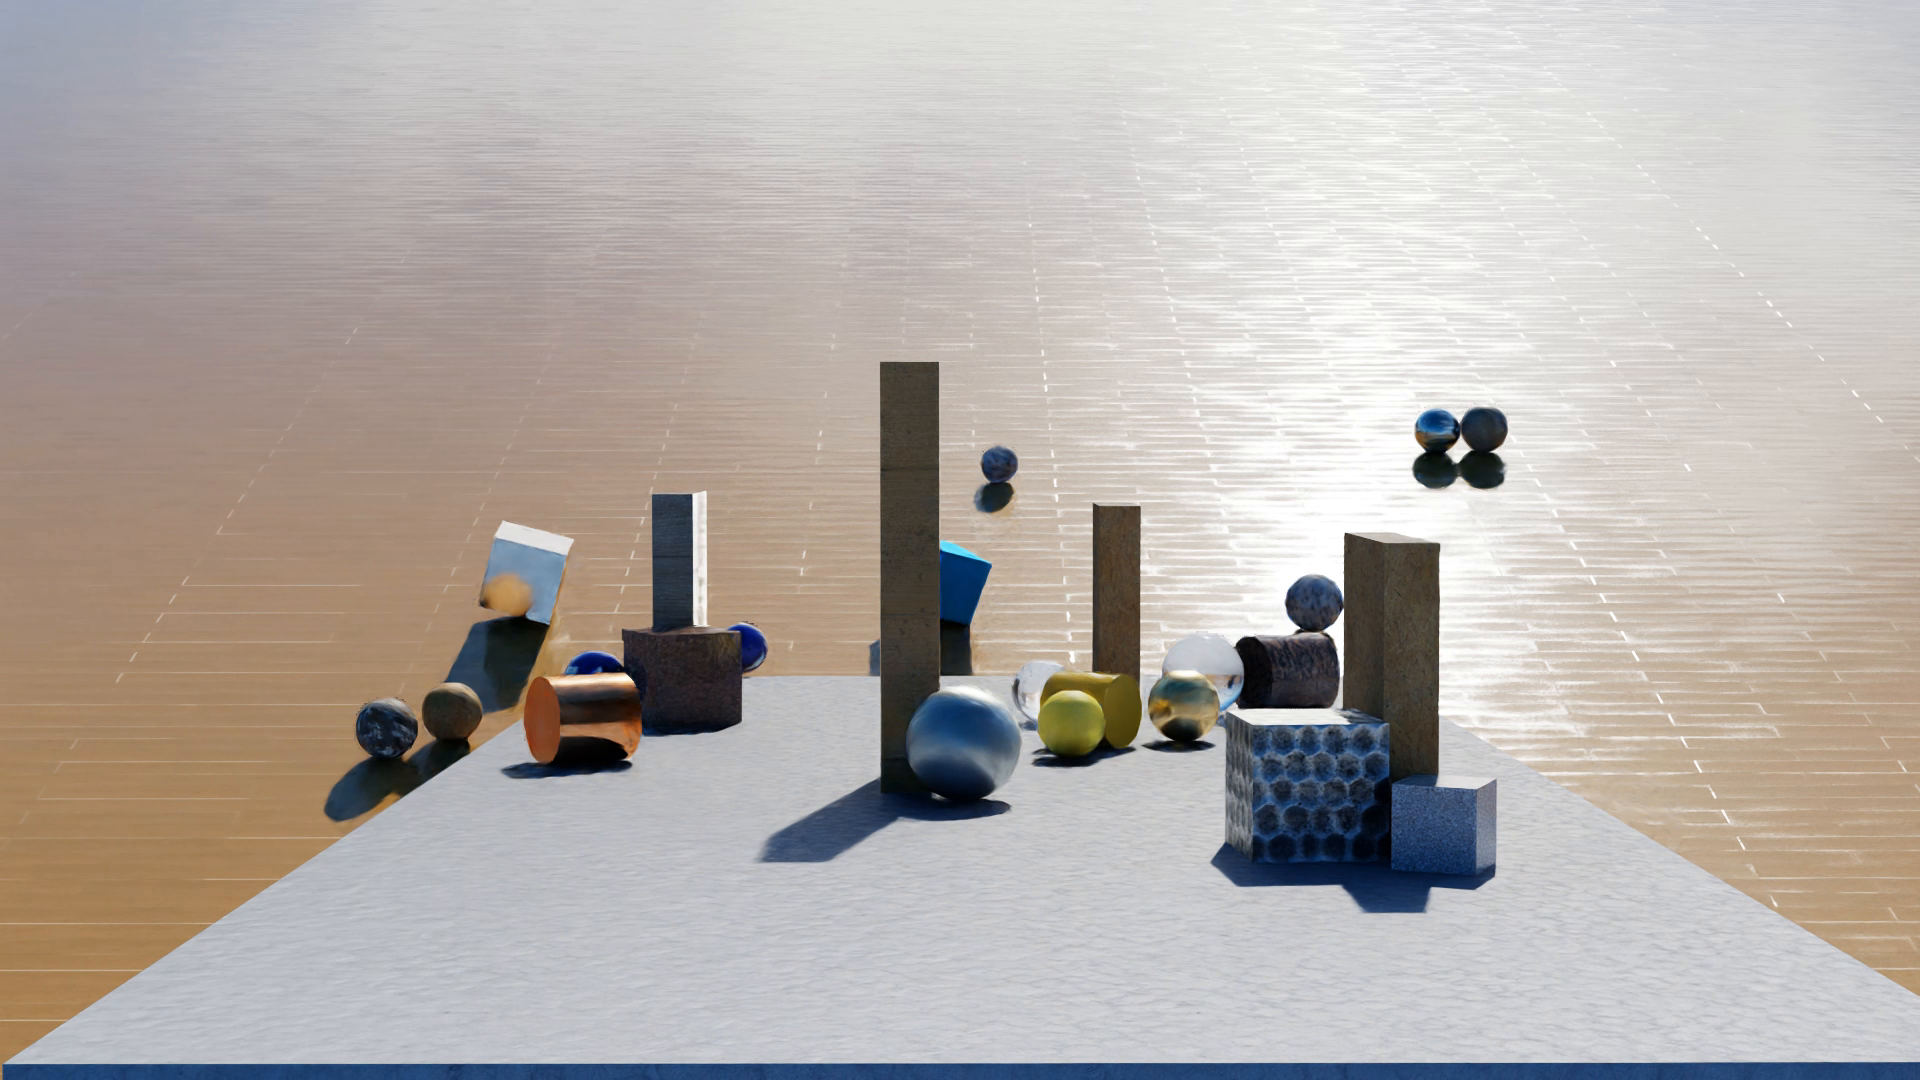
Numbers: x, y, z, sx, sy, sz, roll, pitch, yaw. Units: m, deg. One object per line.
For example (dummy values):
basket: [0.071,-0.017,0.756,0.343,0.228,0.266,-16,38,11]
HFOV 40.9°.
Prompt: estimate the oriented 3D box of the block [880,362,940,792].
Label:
block: [-0.086,0.060,4.530,0.101,0.740,0.242,0,2,0]

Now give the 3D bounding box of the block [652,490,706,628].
block: [-0.629,0.135,5.787,0.090,0.484,0.300,0,2,0]

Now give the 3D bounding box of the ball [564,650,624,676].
ball: [-0.800,0.312,5.641,0.142,0.142,0.142,0,23,0]

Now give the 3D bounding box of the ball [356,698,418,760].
ball: [-1.404,0.462,6.305,0.150,0.150,0.150,0,23,0]

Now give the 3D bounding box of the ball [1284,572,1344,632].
ball: [0.961,0.169,6.981,0.160,0.160,0.160,0,23,0]

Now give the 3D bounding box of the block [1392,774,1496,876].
block: [0.693,0.405,3.680,0.122,0.122,0.122,1,3,25]

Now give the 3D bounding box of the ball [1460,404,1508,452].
ball: [1.677,-0.358,8.232,0.154,0.154,0.154,0,23,0]

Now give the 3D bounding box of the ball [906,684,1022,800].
ball: [0.006,0.341,4.333,0.195,0.195,0.195,0,23,0]

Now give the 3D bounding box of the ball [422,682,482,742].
ball: [-1.262,0.427,6.390,0.149,0.149,0.149,0,23,0]

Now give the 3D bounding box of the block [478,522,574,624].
block: [-1.184,0.088,7.024,0.199,0.199,0.199,15,11,-6]

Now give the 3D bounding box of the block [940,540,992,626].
block: [-0.063,0.104,7.030,0.181,0.181,0.181,15,8,-43]

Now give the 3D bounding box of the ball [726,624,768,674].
ball: [-0.559,0.279,6.605,0.130,0.130,0.130,0,23,0]

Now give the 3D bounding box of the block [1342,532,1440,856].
block: [0.658,0.225,3.952,0.081,0.459,0.397,0,2,0]

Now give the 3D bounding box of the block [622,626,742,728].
block: [-0.596,0.291,5.525,0.194,0.194,0.194,-1,3,-29]

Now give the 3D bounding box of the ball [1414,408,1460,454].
ball: [1.523,-0.350,8.220,0.148,0.148,0.148,0,23,0]

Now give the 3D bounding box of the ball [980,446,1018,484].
ball: [0.122,-0.235,7.989,0.118,0.118,0.118,0,23,0]

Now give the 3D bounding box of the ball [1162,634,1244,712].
ball: [0.529,0.294,5.604,0.181,0.181,0.181,0,23,0]

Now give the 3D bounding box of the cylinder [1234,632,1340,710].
cylinder: [0.711,0.294,5.640,0.176,0.176,0.176,-1,21,-26]

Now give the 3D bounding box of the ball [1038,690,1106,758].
ball: [0.212,0.350,4.899,0.130,0.130,0.130,0,23,0]

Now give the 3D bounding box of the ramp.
ramp: [0.053,0.480,4.538,2.000,0.100,4.000,0,2,0]

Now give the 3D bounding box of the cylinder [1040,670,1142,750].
cylinder: [0.258,0.334,5.071,0.146,0.146,0.146,2,20,36]

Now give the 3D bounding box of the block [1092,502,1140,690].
block: [0.335,0.155,5.534,0.087,0.464,0.269,0,2,0]

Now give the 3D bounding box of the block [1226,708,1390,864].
block: [0.511,0.361,3.810,0.200,0.200,0.200,0,2,-6]

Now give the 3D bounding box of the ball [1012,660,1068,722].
ball: [0.178,0.322,5.483,0.134,0.134,0.134,0,23,0]

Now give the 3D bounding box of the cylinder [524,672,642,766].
cylinder: [-0.708,0.334,4.832,0.165,0.165,0.165,-1,20,-33]

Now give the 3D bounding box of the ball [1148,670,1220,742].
ball: [0.447,0.331,5.146,0.144,0.144,0.144,0,23,0]
